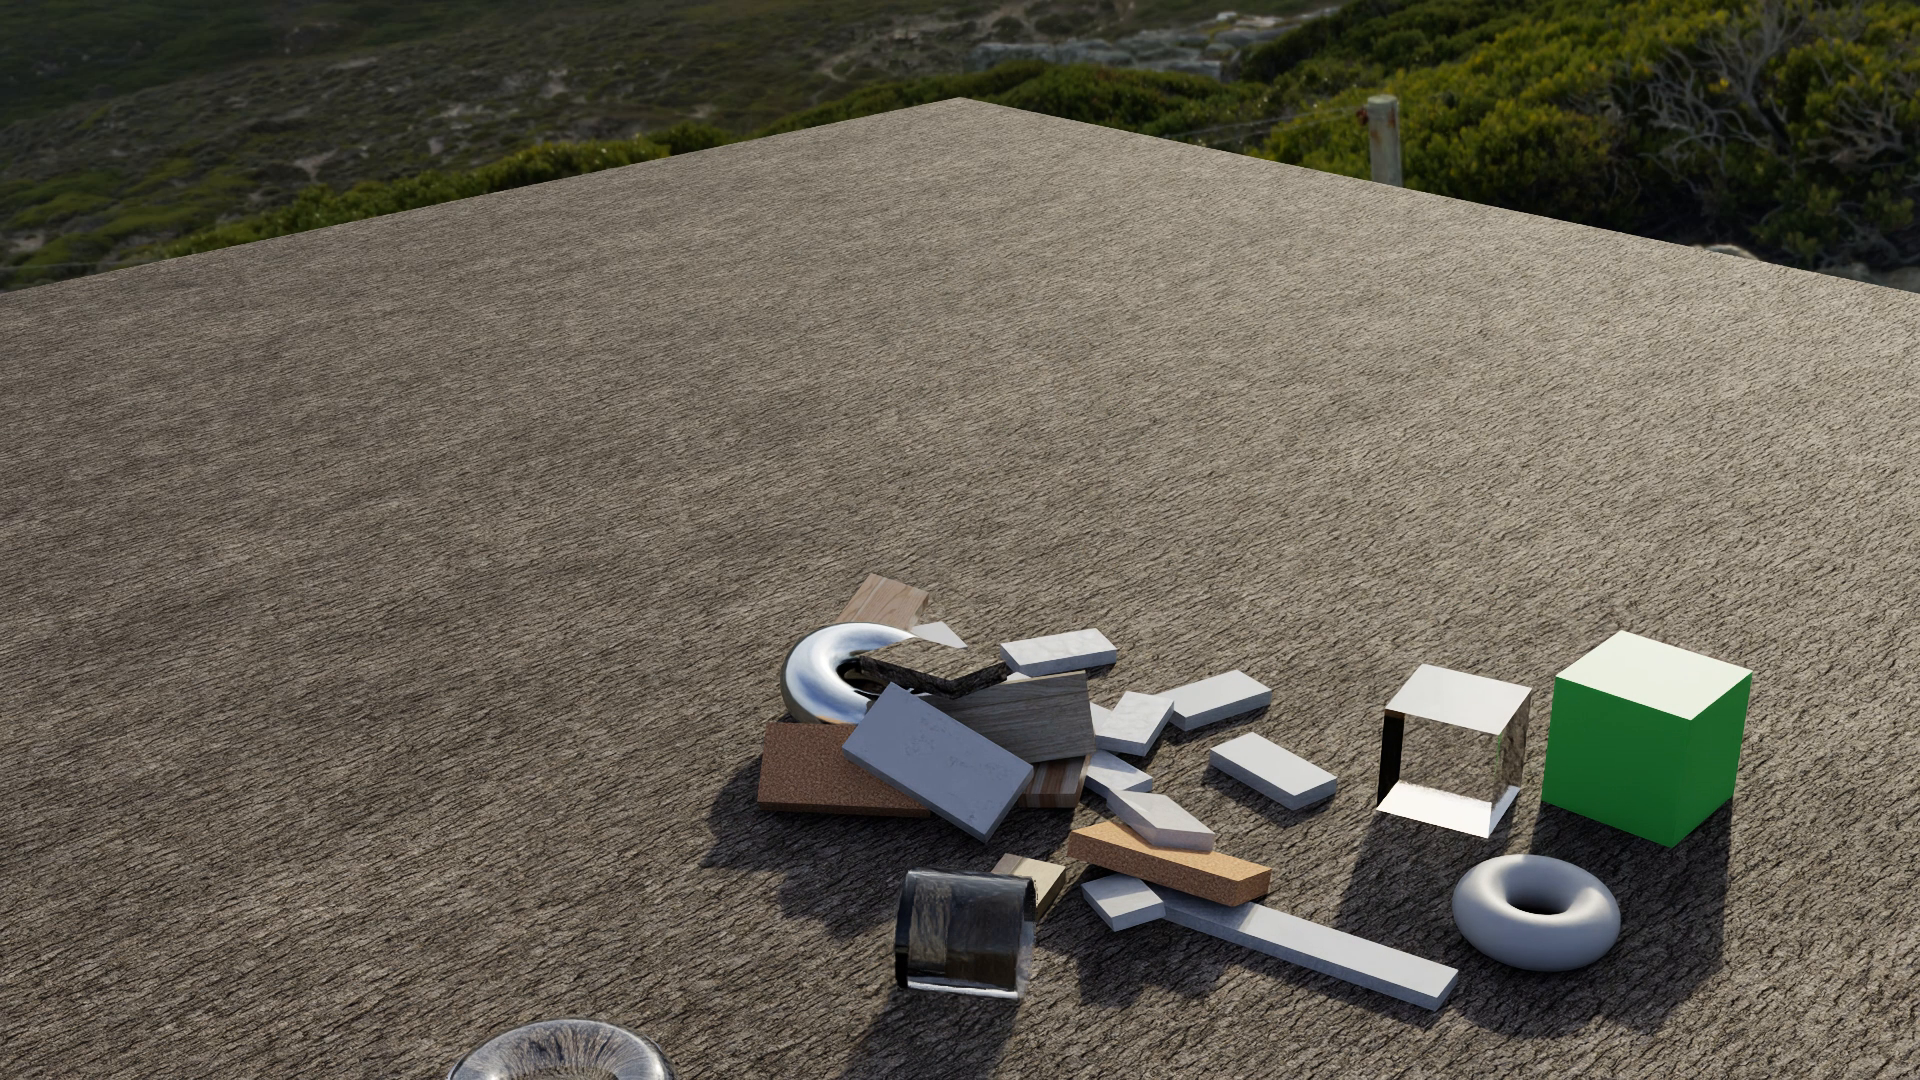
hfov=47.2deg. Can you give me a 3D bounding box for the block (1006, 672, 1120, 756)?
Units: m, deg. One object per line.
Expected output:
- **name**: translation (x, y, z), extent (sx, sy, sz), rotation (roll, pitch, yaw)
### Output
- **block**: translation (0.229, 0.379, 4.828), extent (0.379, 0.031, 0.109), rotation (20, 30, 39)

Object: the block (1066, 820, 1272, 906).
- **block**: translation (0.398, 0.613, 4.182), extent (0.346, 0.049, 0.173), rotation (13, 6, 28)

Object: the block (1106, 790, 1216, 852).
- **block**: translation (0.392, 0.549, 4.322), extent (0.125, 0.035, 0.249), rotation (8, 8, -19)

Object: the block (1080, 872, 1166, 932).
- **block**: translation (0.301, 0.666, 4.072), extent (0.100, 0.028, 0.201), rotation (-15, 12, -10)

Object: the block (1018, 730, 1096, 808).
- **block**: translation (0.202, 0.468, 4.555), extent (0.121, 0.034, 0.242), rotation (-2, 29, 15)

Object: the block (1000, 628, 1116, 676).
- **block**: translation (0.228, 0.262, 5.099), extent (0.242, 0.034, 0.121), rotation (-8, 24, -19)

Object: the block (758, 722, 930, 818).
- **block**: translation (-0.228, 0.467, 4.471), extent (0.346, 0.049, 0.173), rotation (2, 63, 5)

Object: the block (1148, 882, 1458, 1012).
- **block**: translation (0.606, 0.727, 4.010), extent (0.596, 0.028, 0.100), rotation (14, 27, 30)

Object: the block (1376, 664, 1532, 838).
- **block**: translation (1.004, 0.424, 4.465), extent (0.231, 0.231, 0.231), rotation (12, 26, 27)

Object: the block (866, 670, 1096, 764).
- **block**: translation (0.045, 0.386, 4.539), extent (0.455, 0.168, 0.048), rotation (-8, 3, 4)

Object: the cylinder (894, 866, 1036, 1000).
- **cylinder**: translation (0.011, 0.690, 3.863), extent (0.212, 0.212, 0.212), rotation (4, 23, 10)

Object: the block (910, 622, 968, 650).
- **block**: translation (-0.149, 0.262, 5.089), extent (0.299, 0.042, 0.149), rotation (-10, 25, -22)

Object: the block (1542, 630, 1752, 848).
- **block**: translation (1.391, 0.398, 4.459), extent (0.284, 0.284, 0.284), rotation (19, 30, 38)

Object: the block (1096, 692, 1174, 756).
- **block**: translation (0.377, 0.393, 4.717), extent (0.109, 0.031, 0.218), rotation (9, 24, 20)

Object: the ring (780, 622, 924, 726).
- **ring**: translation (-0.190, 0.319, 4.745), extent (0.401, 0.134, 0.401), rotation (9, 31, -6)

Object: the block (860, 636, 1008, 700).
- **block**: translation (-0.058, 0.266, 4.598), extent (0.149, 0.042, 0.299), rotation (-17, 19, -38)

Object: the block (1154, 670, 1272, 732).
- **block**: translation (0.558, 0.355, 4.881), extent (0.242, 0.034, 0.121), rotation (-14, 27, -30)

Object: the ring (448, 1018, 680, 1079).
- **ring**: translation (-0.634, 0.897, 3.485), extent (0.391, 0.130, 0.391), rotation (1, 22, 0)

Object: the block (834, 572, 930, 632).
- **block**: translation (-0.227, 0.237, 5.006), extent (0.149, 0.042, 0.454), rotation (18, 38, 14)

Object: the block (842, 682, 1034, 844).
- **block**: translation (-0.045, 0.444, 4.411), extent (0.347, 0.049, 0.173), rotation (29, 66, 19)

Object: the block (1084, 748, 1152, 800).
- **block**: translation (0.297, 0.484, 4.584), extent (0.100, 0.028, 0.201), rotation (-17, 28, -34)

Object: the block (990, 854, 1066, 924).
- **block**: translation (0.096, 0.675, 4.124), extent (0.125, 0.035, 0.249), rotation (10, 25, 22)

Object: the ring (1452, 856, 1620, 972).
- **ring**: translation (1.055, 0.681, 4.029), extent (0.301, 0.100, 0.301), rotation (0, 24, 0)

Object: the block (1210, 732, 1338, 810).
- **block**: translation (0.651, 0.480, 4.584), extent (0.125, 0.035, 0.249), rotation (-16, 28, -34)
